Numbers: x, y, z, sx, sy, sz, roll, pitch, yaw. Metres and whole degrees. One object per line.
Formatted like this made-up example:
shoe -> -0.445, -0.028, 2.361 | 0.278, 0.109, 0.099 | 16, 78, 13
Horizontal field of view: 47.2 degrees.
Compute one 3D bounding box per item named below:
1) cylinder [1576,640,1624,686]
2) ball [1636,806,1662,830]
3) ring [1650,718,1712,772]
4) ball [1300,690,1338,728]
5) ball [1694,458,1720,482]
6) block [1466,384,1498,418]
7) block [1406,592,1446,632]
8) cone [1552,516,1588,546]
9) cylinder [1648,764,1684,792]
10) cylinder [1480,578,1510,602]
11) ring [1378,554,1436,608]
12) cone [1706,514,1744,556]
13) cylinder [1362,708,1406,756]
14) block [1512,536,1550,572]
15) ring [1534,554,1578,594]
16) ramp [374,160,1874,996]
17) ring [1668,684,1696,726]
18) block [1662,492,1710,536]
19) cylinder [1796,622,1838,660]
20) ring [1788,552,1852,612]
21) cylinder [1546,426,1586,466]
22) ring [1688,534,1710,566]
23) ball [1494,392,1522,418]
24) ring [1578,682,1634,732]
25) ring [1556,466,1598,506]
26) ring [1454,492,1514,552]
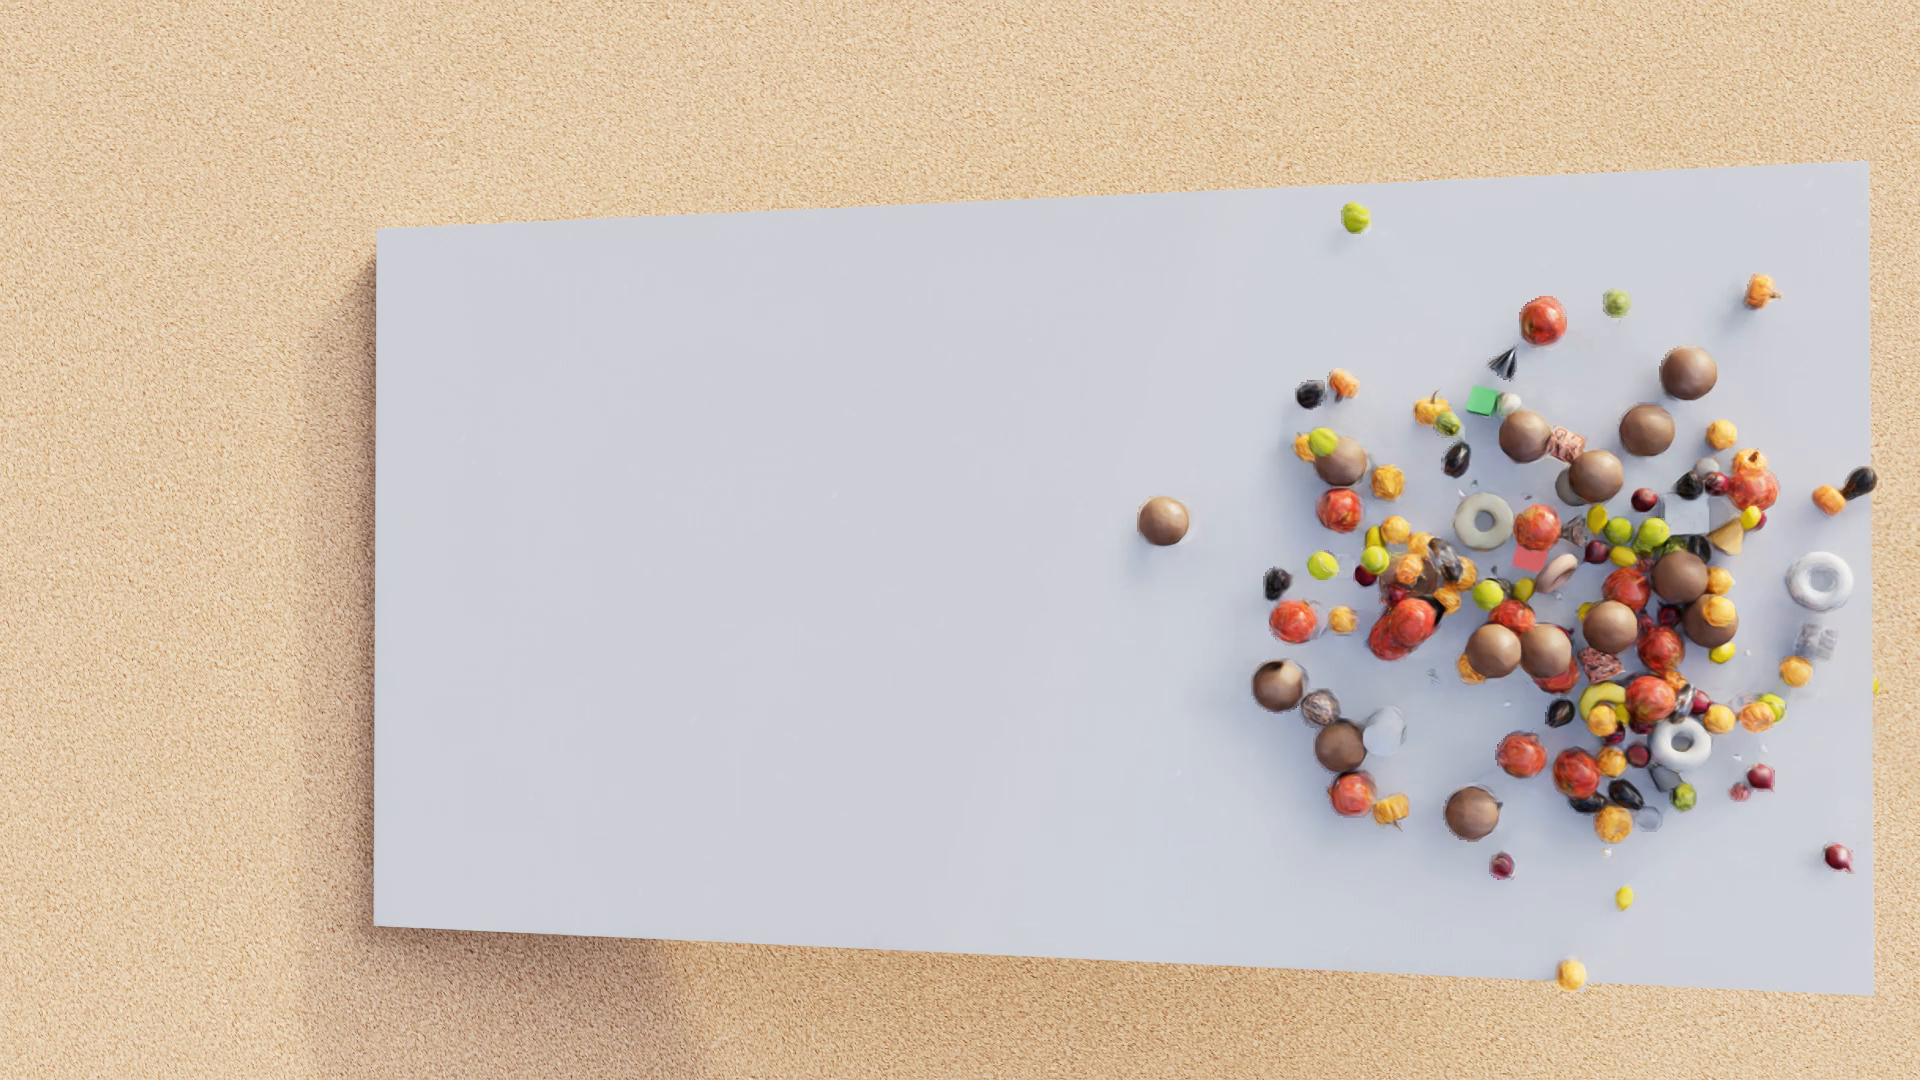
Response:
cylinder -> 1.567, 0.299, 5.382 | 0.086, 0.086, 0.086 | -24, 80, 0
ball -> 1.680, 0.677, 5.362 | 0.060, 0.060, 0.060 | 0, 89, 0
ring -> 1.744, 0.493, 5.321 | 0.144, 0.048, 0.144 | -5, 62, 10
ball -> 0.908, 0.426, 5.557 | 0.094, 0.094, 0.094 | 0, 89, 0
ball -> 1.813, -0.172, 5.339 | 0.059, 0.059, 0.059 | 0, 89, 0
block -> 1.301, -0.346, 5.479 | 0.063, 0.063, 0.063 | 16, 93, 15
block -> 1.154, 0.178, 5.450 | 0.061, 0.061, 0.061 | -19, 53, -34
cone -> 1.498, -0.019, 5.435 | 0.079, 0.079, 0.079 | -5, 89, 42
cylinder -> 1.718, 0.575, 5.353 | 0.061, 0.061, 0.061 | -24, 83, 0
cylinder -> 1.304, 0.121, 5.361 | 0.054, 0.054, 0.054 | -1, 94, -16
ring -> 1.120, 0.101, 5.498 | 0.144, 0.048, 0.144 | 1, 110, 2
cone -> 1.864, -0.026, 5.294 | 0.091, 0.091, 0.091 | 28, 114, 0
cylinder -> 1.061, 0.481, 5.500 | 0.093, 0.093, 0.093 | 7, 113, 18
block -> 1.411, 0.036, 5.436 | 0.075, 0.075, 0.075 | 14, 93, 15
ring -> 1.461, 0.083, 5.391 | 0.122, 0.122, 0.041 | -38, 65, -1
ramp -> 0.266, 0.097, 5.836 | 4.000, 0.100, 2.000 | 0, 89, 15
ring -> 1.731, 0.394, 5.272 | 0.036, 0.108, 0.108 | 24, 89, 9
block -> 1.759, -0.063, 5.331 | 0.099, 0.099, 0.099 | -4, 88, 15
cylinder -> 2.049, 0.243, 5.260 | 0.077, 0.077, 0.077 | 15, 93, 0
ring -> 2.060, 0.099, 5.266 | 0.145, 0.048, 0.145 | -3, 82, 22
cylinder -> 1.479, -0.230, 5.369 | 0.072, 0.072, 0.072 | 28, 89, 22
ring -> 1.795, 0.024, 5.337 | 0.077, 0.026, 0.077 | 16, 66, -40
ball -> 1.361, -0.337, 5.461 | 0.064, 0.064, 0.064 | 0, 89, 0
ring -> 1.582, 0.409, 5.379 | 0.132, 0.044, 0.132 | 10, 120, 19
ring -> 1.523, -0.134, 5.431 | 0.101, 0.034, 0.101 | 0, 90, 17
ring -> 1.305, -0.044, 5.481 | 0.146, 0.049, 0.146 | -1, 88, 16
